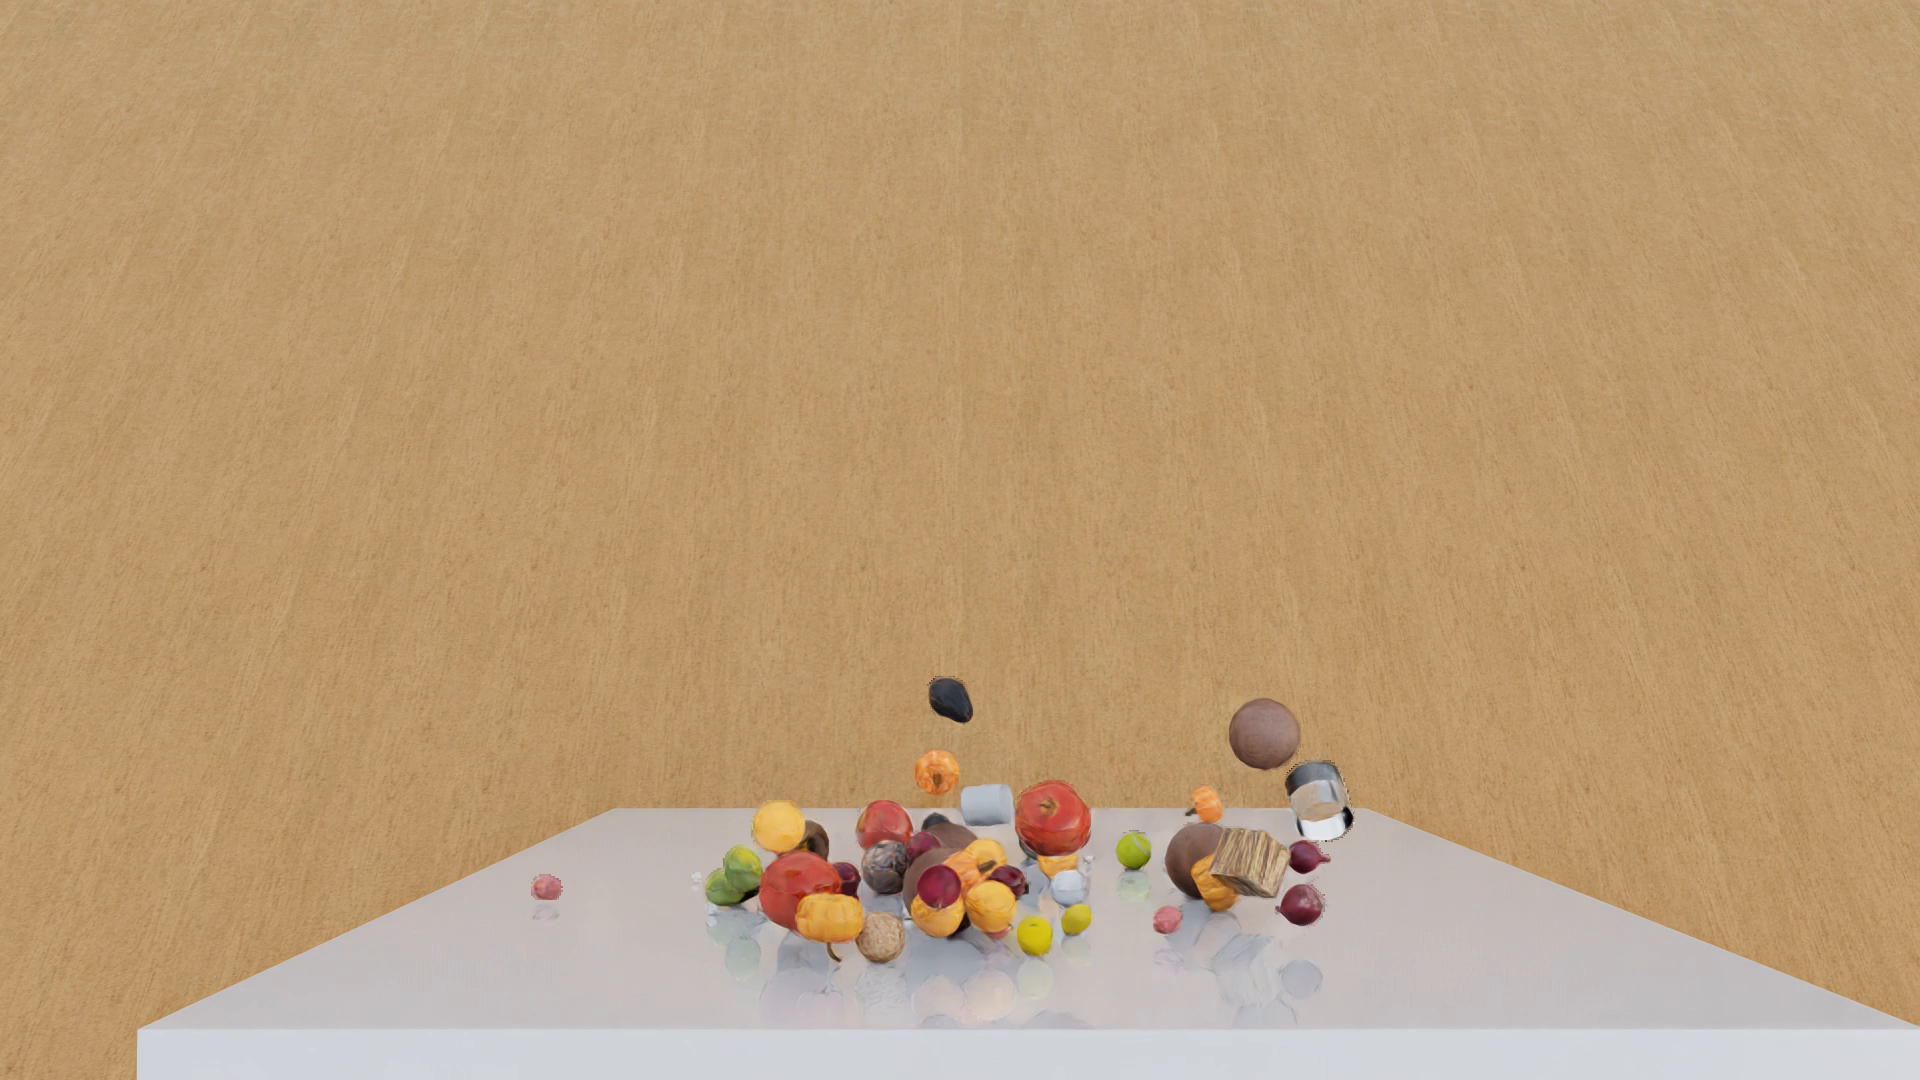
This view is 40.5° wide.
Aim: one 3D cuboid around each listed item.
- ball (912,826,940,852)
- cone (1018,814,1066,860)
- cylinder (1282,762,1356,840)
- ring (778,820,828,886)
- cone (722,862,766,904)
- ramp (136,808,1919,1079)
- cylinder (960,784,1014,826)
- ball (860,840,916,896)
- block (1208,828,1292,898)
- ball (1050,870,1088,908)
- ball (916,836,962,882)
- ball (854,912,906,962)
[{"bbox_3d":[-0.068,0.618,5.352,0.060,0.060,0.060,0,37,0],"label":"ball"},{"bbox_3d":[0.163,0.594,5.126,0.093,0.093,0.093,0,2,0],"label":"cone"},{"bbox_3d":[0.562,0.409,4.069,0.088,0.088,0.088,-11,58,-14],"label":"cylinder"},{"bbox_3d":[-0.258,0.516,4.287,0.036,0.109,0.109,0,30,38],"label":"ring"},{"bbox_3d":[-0.343,0.572,4.295,0.070,0.070,0.070,4,31,44],"label":"cone"},{"bbox_3d":[0.080,0.680,4.903,2.000,0.100,4.000,0,-2,0],"label":"ramp"},{"bbox_3d":[0.055,0.536,5.257,0.082,0.082,0.082,-7,33,22],"label":"cylinder"},{"bbox_3d":[-0.125,0.565,4.488,0.094,0.094,0.094,0,37,0],"label":"ball"},{"bbox_3d":[0.461,0.513,4.132,0.080,0.080,0.080,-1,59,46],"label":"block"},{"bbox_3d":[0.178,0.573,4.272,0.062,0.062,0.062,0,37,0],"label":"ball"},{"bbox_3d":[-0.037,0.581,4.737,0.085,0.085,0.085,0,37,0],"label":"ball"},{"bbox_3d":[-0.108,0.538,3.524,0.069,0.069,0.069,0,37,0],"label":"ball"}]
